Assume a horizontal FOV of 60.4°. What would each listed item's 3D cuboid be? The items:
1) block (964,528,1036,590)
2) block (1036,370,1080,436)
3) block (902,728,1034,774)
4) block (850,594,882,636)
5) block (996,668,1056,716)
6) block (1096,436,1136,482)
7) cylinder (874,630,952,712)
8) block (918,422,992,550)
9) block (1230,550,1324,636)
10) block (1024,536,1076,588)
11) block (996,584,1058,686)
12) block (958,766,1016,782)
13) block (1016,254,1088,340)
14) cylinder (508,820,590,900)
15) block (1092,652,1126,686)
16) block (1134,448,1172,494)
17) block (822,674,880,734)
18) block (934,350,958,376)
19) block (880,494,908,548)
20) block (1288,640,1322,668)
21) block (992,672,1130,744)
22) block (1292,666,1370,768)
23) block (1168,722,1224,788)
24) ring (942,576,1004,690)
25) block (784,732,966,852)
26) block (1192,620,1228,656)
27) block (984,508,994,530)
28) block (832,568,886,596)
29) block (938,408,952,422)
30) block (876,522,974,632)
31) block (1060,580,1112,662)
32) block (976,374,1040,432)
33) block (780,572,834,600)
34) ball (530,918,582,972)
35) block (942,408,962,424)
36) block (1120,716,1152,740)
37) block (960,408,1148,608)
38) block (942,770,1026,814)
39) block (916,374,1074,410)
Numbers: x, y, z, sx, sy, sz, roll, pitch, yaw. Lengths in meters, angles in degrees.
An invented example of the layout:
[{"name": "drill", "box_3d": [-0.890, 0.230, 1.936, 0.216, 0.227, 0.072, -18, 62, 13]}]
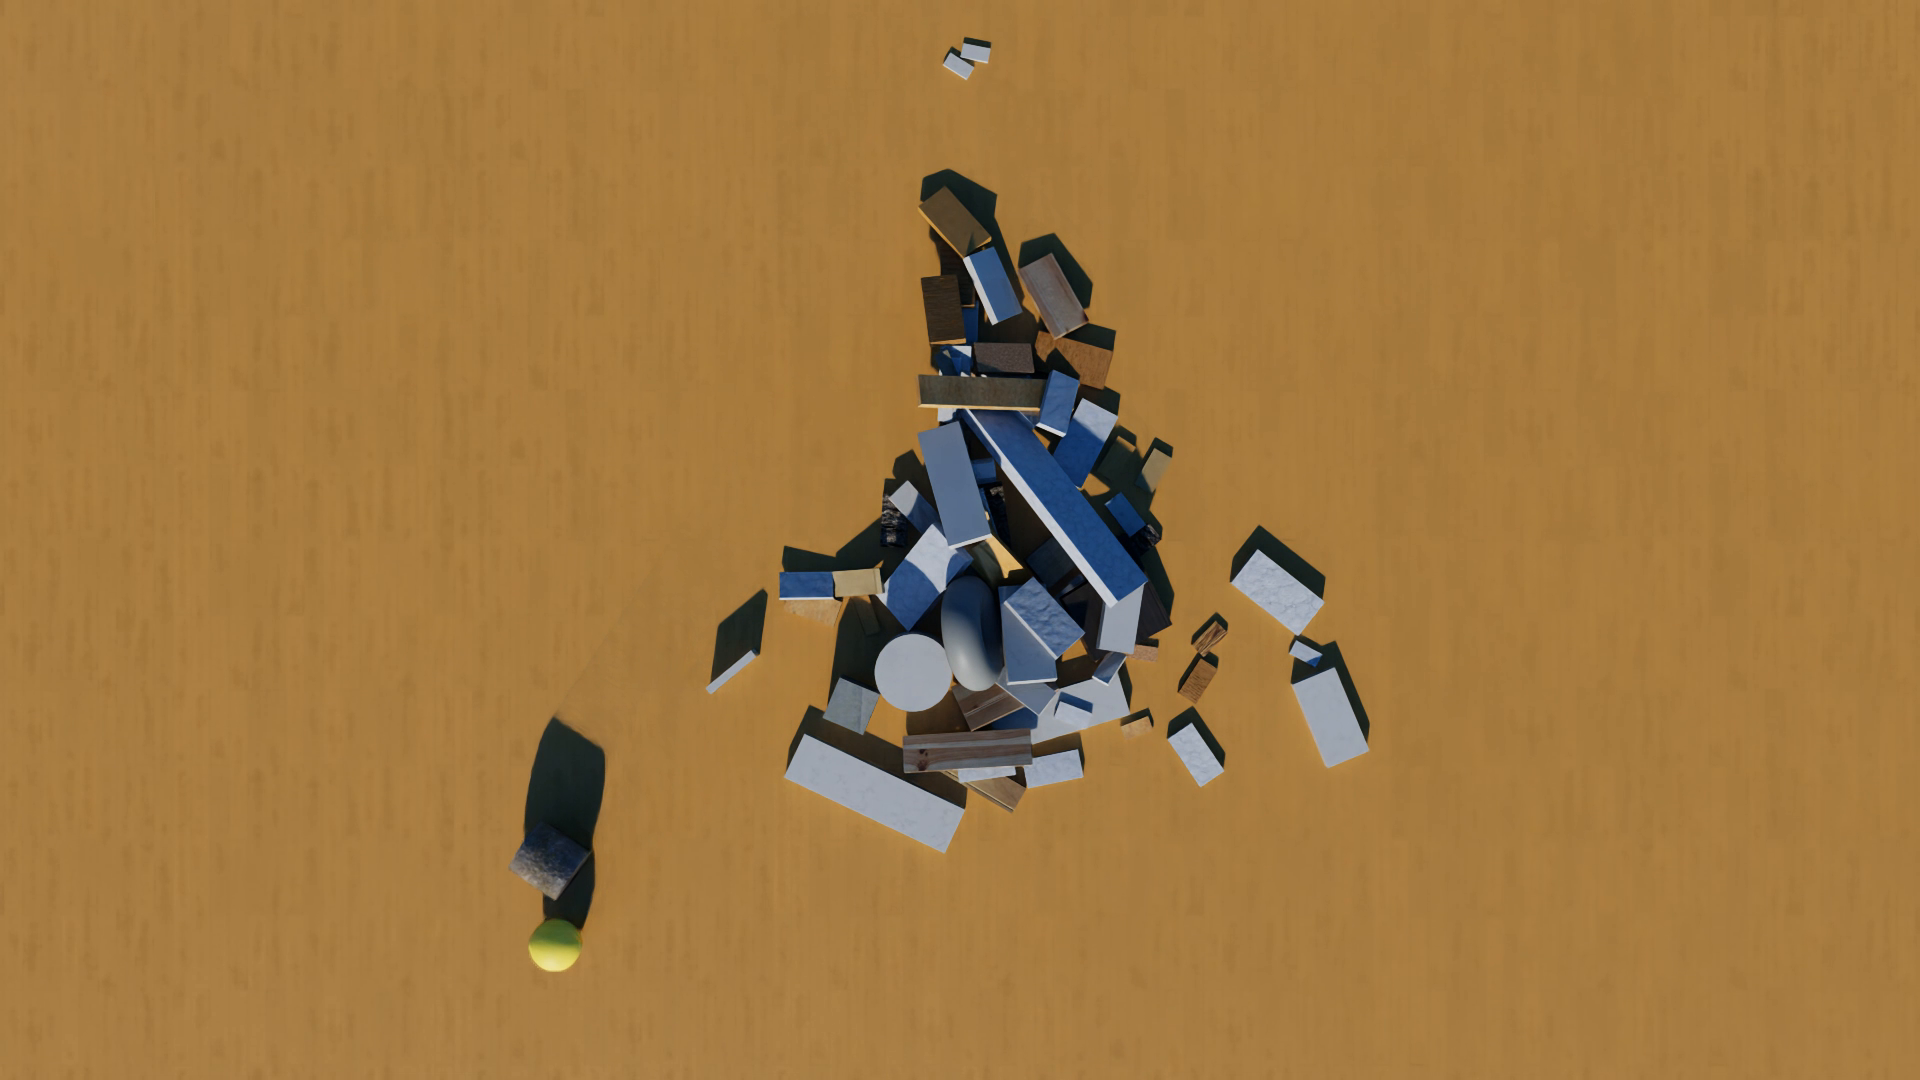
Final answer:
[{"name": "block", "box_3d": [0.128, 0.086, 5.390, 0.125, 0.035, 0.268, -32, 127, 16]}, {"name": "block", "box_3d": [0.321, -0.450, 5.416, 0.100, 0.028, 0.201, 22, 68, -16]}, {"name": "block", "box_3d": [0.025, 0.693, 5.426, 0.424, 0.034, 0.119, -4, 75, 7]}, {"name": "block", "box_3d": [-0.324, 0.214, 5.492, 0.057, 0.016, 0.206, -20, 90, 0]}, {"name": "block", "box_3d": [0.213, 0.482, 5.409, 0.189, 0.027, 0.095, 37, 80, 13]}, {"name": "block", "box_3d": [0.519, -0.269, 5.490, 0.069, 0.020, 0.138, 33, 90, 0]}, {"name": "cylinder", "box_3d": [-0.148, 0.423, 5.376, 0.247, 0.247, 0.247, 0, 90, 0]}, {"name": "block", "box_3d": [-0.018, -0.177, 5.302, 0.142, 0.040, 0.397, -17, 73, 3]}, {"name": "block", "box_3d": [1.053, 0.173, 5.480, 0.283, 0.040, 0.142, 38, 90, 0]}, {"name": "block", "box_3d": [0.347, 0.035, 5.467, 0.249, 0.035, 0.125, -39, 92, -6]}, {"name": "block", "box_3d": [0.217, 0.306, 5.373, 0.159, 0.045, 0.319, -4, 74, -7]}, {"name": "block", "box_3d": [0.086, 0.740, 5.449, 0.189, 0.027, 0.094, -9, 90, 6]}, {"name": "block", "box_3d": [0.307, -0.806, 5.462, 0.129, 0.037, 0.258, -28, 84, -6]}, {"name": "cylinder", "box_3d": [-1.346, 1.050, 5.406, 0.188, 0.188, 0.188, 34, 90, 0]}, {"name": "block", "box_3d": [0.495, 0.418, 5.461, 0.060, 0.017, 0.121, 27, 69, 22]}, {"name": "block", "box_3d": [0.642, -0.229, 5.490, 0.069, 0.020, 0.138, 30, 90, 0]}, {"name": "block", "box_3d": [-0.353, 0.540, 5.429, 0.142, 0.142, 0.142, 23, 90, 0]}, {"name": "block", "box_3d": [-0.044, -0.563, 5.340, 0.048, 0.014, 0.095, -23, 98, 2]}, {"name": "block", "box_3d": [-0.216, -0.065, 5.487, 0.089, 0.025, 0.177, 3, 90, 0]}, {"name": "block", "box_3d": [1.151, 0.379, 5.493, 0.099, 0.014, 0.050, 28, 90, 0]}, {"name": "block", "box_3d": [0.328, 0.571, 5.479, 0.449, 0.042, 0.150, -17, 90, 0]}, {"name": "block", "box_3d": [1.229, 0.588, 5.479, 0.150, 0.042, 0.300, -23, 90, 0]}, {"name": "block", "box_3d": [0.783, 0.714, 5.486, 0.097, 0.027, 0.194, -34, 90, 0]}, {"name": "ring", "box_3d": [0.043, 0.300, 5.330, 0.126, 0.378, 0.378, -9, 90, 16]}, {"name": "block", "box_3d": [-0.283, 0.839, 5.477, 0.589, 0.045, 0.159, 25, 90, 0]}, {"name": "block", "box_3d": [0.830, 0.329, 5.492, 0.057, 0.016, 0.113, 45, 90, 0]}, {"name": "block", "box_3d": [0.071, -0.015, 5.359, 0.085, 0.024, 0.170, -18, 118, 5]}, {"name": "block", "box_3d": [-0.335, 0.139, 5.453, 0.170, 0.024, 0.085, -5, 96, 21]}, {"name": "block", "box_3d": [-0.047, -0.432, 5.344, 0.048, 0.014, 0.095, 3, 101, -2]}, {"name": "block", "box_3d": [-0.117, 0.121, 5.376, 0.170, 0.048, 0.340, 48, 119, 16]}, {"name": "block", "box_3d": [0.431, 0.264, 5.408, 0.119, 0.034, 0.238, -31, 100, -17]}, {"name": "block", "box_3d": [0.190, -0.494, 5.451, 0.258, 0.037, 0.129, 46, 59, 0]}, {"name": "block", "box_3d": [-0.509, 0.151, 5.466, 0.177, 0.025, 0.089, 0, 73, -6]}, {"name": "ball", "box_3d": [-1.327, 1.330, 5.416, 0.169, 0.169, 0.169, 0, 90, 0]}, {"name": "block", "box_3d": [-0.025, -0.439, 5.398, 0.058, 0.016, 0.115, 4, 107, -2]}, {"name": "block", "box_3d": [0.588, 0.627, 5.493, 0.099, 0.014, 0.050, -21, 90, 0]}, {"name": "block", "box_3d": [0.305, -0.142, 5.372, 0.170, 0.048, 0.805, -31, 80, -40]}, {"name": "block", "box_3d": [0.045, 0.778, 5.486, 0.352, 0.027, 0.097, 30, 90, 0]}, {"name": "block", "box_3d": [0.117, -0.477, 5.368, 0.546, 0.028, 0.100, 0, 75, -23]}]
